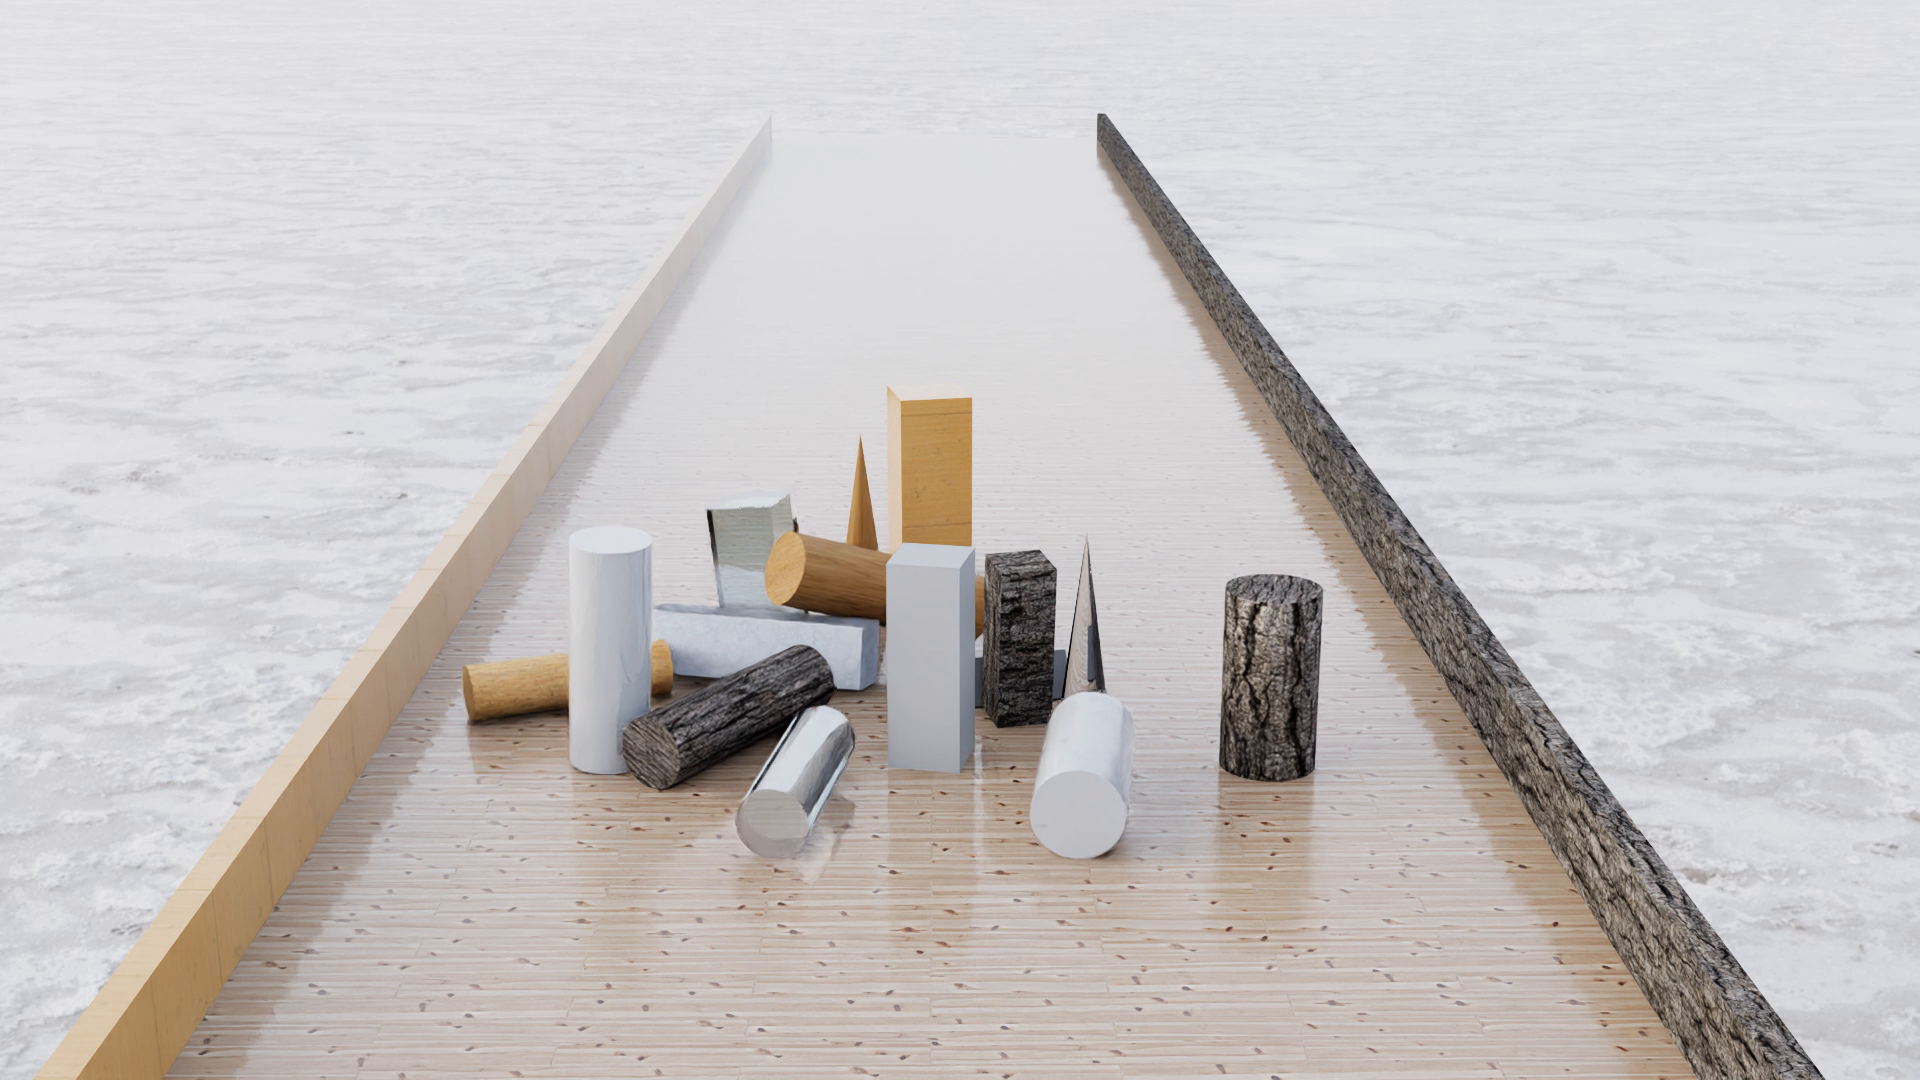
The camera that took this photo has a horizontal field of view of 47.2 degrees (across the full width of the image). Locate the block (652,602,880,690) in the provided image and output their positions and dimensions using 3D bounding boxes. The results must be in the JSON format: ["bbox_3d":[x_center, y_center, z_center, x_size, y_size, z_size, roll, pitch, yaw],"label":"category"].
[{"bbox_3d":[-0.388,0.205,4.286,0.441,0.121,0.121,4,6,13],"label":"block"}]

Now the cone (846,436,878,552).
[{"bbox_3d":[-0.206,-0.028,4.613,0.113,0.404,0.113,0,17,0],"label":"cone"}]

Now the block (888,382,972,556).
[{"bbox_3d":[-0.068,-0.122,4.890,0.158,0.426,0.158,-4,17,-12],"label":"block"}]

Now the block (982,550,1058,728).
[{"bbox_3d":[0.108,0.183,4.065,0.105,0.305,0.105,-5,21,-15],"label":"block"}]

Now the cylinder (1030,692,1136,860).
[{"bbox_3d":[0.208,0.386,3.659,0.153,0.153,0.357,2,17,6],"label":"cylinder"}]

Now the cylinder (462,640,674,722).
[{"bbox_3d":[-0.739,0.265,4.155,0.378,0.102,0.102,-7,18,-23],"label":"cylinder"}]

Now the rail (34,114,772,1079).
[{"bbox_3d":[-1.118,-0.838,7.780,0.050,0.150,12.000,0,17,-1],"label":"rail"}]

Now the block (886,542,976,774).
[{"bbox_3d":[-0.050,0.207,3.872,0.129,0.376,0.129,4,17,12],"label":"block"}]

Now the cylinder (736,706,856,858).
[{"bbox_3d":[-0.270,0.399,3.674,0.120,0.120,0.374,3,17,8],"label":"cylinder"}]

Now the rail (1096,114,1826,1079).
[{"bbox_3d":[0.932,-0.844,7.801,0.050,0.150,12.000,0,17,-1],"label":"rail"}]

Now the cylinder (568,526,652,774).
[{"bbox_3d":[-0.610,0.193,3.841,0.143,0.411,0.143,3,19,-1],"label":"cylinder"}]

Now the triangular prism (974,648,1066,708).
[{"bbox_3d":[0.048,0.261,4.194,0.320,0.083,0.096,-5,17,-15],"label":"triangular prism"}]

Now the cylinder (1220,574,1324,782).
[{"bbox_3d":[0.544,0.240,3.850,0.169,0.326,0.169,0,17,0],"label":"cylinder"}]

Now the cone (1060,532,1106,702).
[{"bbox_3d":[0.222,0.180,3.905,0.107,0.409,0.107,0,17,0],"label":"cone"}]

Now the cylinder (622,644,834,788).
[{"bbox_3d":[-0.410,0.312,3.951,0.129,0.129,0.448,10,19,31],"label":"cylinder"}]

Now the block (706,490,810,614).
[{"bbox_3d":[-0.402,0.070,4.422,0.135,0.312,0.135,-1,16,17],"label":"block"}]

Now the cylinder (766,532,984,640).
[{"bbox_3d":[-0.158,0.098,4.383,0.450,0.145,0.145,14,7,-34],"label":"cylinder"}]
